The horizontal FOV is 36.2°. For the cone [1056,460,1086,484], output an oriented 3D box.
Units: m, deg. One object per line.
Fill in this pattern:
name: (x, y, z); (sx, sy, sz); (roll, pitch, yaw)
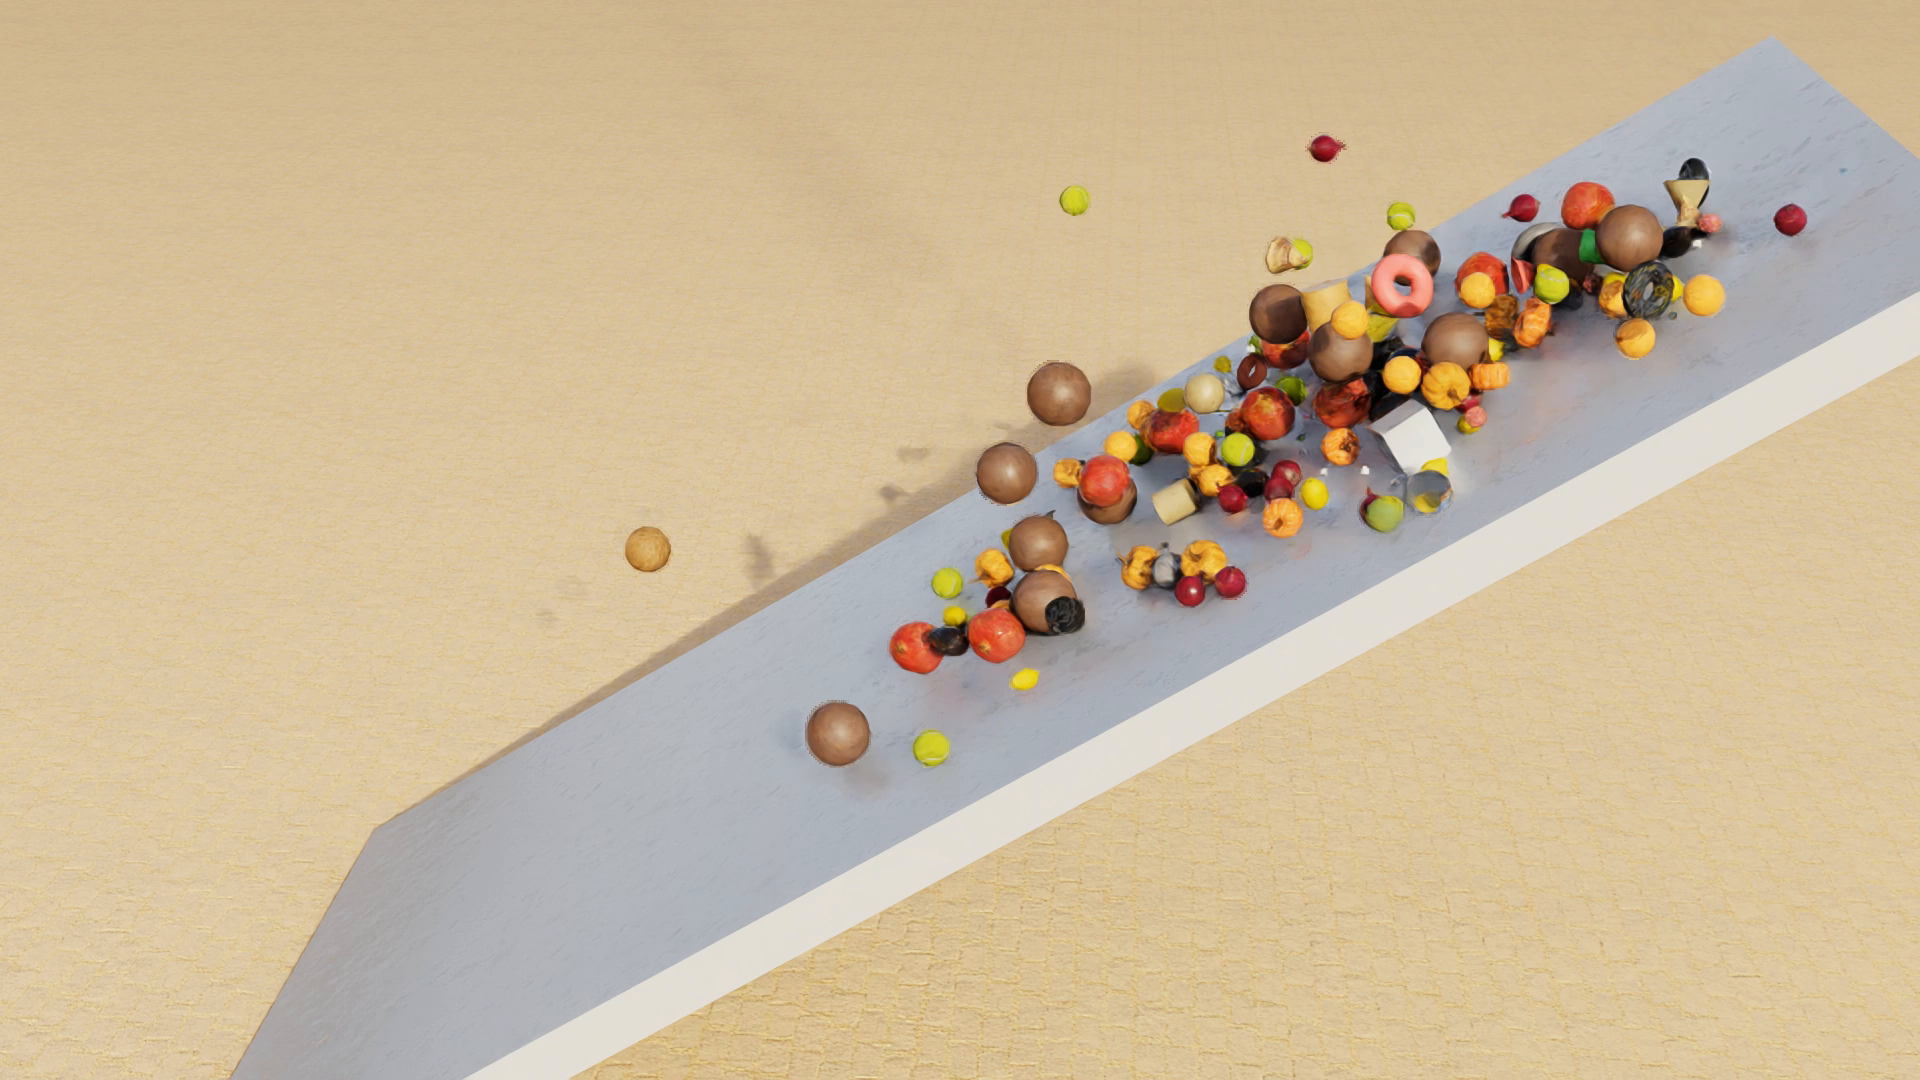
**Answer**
cone: (0.265, -0.171, 6.802); (0.065, 0.065, 0.065); (-27, 16, 11)

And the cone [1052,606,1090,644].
cone: (0.205, 0.166, 5.812); (0.082, 0.082, 0.082); (8, -3, 22)

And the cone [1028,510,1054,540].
cone: (0.193, -0.043, 6.504); (0.061, 0.061, 0.061); (31, 7, -4)

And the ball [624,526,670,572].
ball: (-0.664, 0.020, 6.256); (0.098, 0.098, 0.098); (0, 19, 0)

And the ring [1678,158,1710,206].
ring: (1.492, -0.726, 5.983); (0.034, 0.102, 0.102); (-1, 19, -12)

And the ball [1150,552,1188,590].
ball: (0.409, 0.061, 5.738); (0.073, 0.073, 0.073); (0, 19, 0)

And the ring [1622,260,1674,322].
ring: (1.280, -0.463, 5.470); (0.117, 0.117, 0.039); (-12, 24, -30)

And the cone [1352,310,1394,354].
cone: (0.879, -0.430, 6.389); (0.100, 0.100, 0.100); (6, 62, -12)

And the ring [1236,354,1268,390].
ring: (0.596, -0.344, 6.002); (0.026, 0.077, 0.077); (23, 3, -37)

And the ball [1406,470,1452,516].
ball: (0.843, -0.086, 5.290); (0.083, 0.083, 0.083); (0, 19, 0)

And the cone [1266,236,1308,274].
cone: (0.751, -0.633, 6.615); (0.090, 0.090, 0.090); (19, 27, 41)

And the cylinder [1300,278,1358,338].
cylinder: (0.746, -0.469, 5.957); (0.098, 0.098, 0.098); (-16, 11, 3)

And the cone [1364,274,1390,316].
cone: (0.929, -0.555, 6.586); (0.098, 0.098, 0.098); (-31, 15, 9)

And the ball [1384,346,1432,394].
ball: (0.908, -0.344, 5.957); (0.096, 0.096, 0.096); (0, 19, 0)

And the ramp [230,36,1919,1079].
ramp: (0.141, 0.169, 6.289); (4.000, 0.100, 2.000); (-29, 15, 13)

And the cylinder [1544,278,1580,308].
cylinder: (1.207, -0.495, 5.898); (0.052, 0.052, 0.052); (-11, -3, -29)

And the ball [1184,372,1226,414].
ball: (0.495, -0.297, 5.959); (0.084, 0.084, 0.084); (0, 19, 0)

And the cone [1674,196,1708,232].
cone: (1.447, -0.655, 5.852); (0.070, 0.070, 0.070); (-14, 7, 2)

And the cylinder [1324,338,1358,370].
cylinder: (0.827, -0.403, 6.399); (0.053, 0.053, 0.053); (-24, 6, 31)

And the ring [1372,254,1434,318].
ring: (0.941, -0.541, 6.254); (0.143, 0.143, 0.048); (-8, -11, -21)

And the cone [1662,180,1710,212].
cone: (1.458, -0.672, 5.899); (0.096, 0.096, 0.096); (-2, 4, 0)

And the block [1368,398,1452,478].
block: (0.853, -0.193, 5.580); (0.099, 0.099, 0.099); (-33, 15, -1)

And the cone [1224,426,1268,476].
cone: (0.580, -0.201, 6.173); (0.098, 0.098, 0.098); (-31, 15, 9)

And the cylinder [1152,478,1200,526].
cylinder: (0.449, -0.079, 6.102); (0.074, 0.074, 0.074); (-28, 13, 17)
